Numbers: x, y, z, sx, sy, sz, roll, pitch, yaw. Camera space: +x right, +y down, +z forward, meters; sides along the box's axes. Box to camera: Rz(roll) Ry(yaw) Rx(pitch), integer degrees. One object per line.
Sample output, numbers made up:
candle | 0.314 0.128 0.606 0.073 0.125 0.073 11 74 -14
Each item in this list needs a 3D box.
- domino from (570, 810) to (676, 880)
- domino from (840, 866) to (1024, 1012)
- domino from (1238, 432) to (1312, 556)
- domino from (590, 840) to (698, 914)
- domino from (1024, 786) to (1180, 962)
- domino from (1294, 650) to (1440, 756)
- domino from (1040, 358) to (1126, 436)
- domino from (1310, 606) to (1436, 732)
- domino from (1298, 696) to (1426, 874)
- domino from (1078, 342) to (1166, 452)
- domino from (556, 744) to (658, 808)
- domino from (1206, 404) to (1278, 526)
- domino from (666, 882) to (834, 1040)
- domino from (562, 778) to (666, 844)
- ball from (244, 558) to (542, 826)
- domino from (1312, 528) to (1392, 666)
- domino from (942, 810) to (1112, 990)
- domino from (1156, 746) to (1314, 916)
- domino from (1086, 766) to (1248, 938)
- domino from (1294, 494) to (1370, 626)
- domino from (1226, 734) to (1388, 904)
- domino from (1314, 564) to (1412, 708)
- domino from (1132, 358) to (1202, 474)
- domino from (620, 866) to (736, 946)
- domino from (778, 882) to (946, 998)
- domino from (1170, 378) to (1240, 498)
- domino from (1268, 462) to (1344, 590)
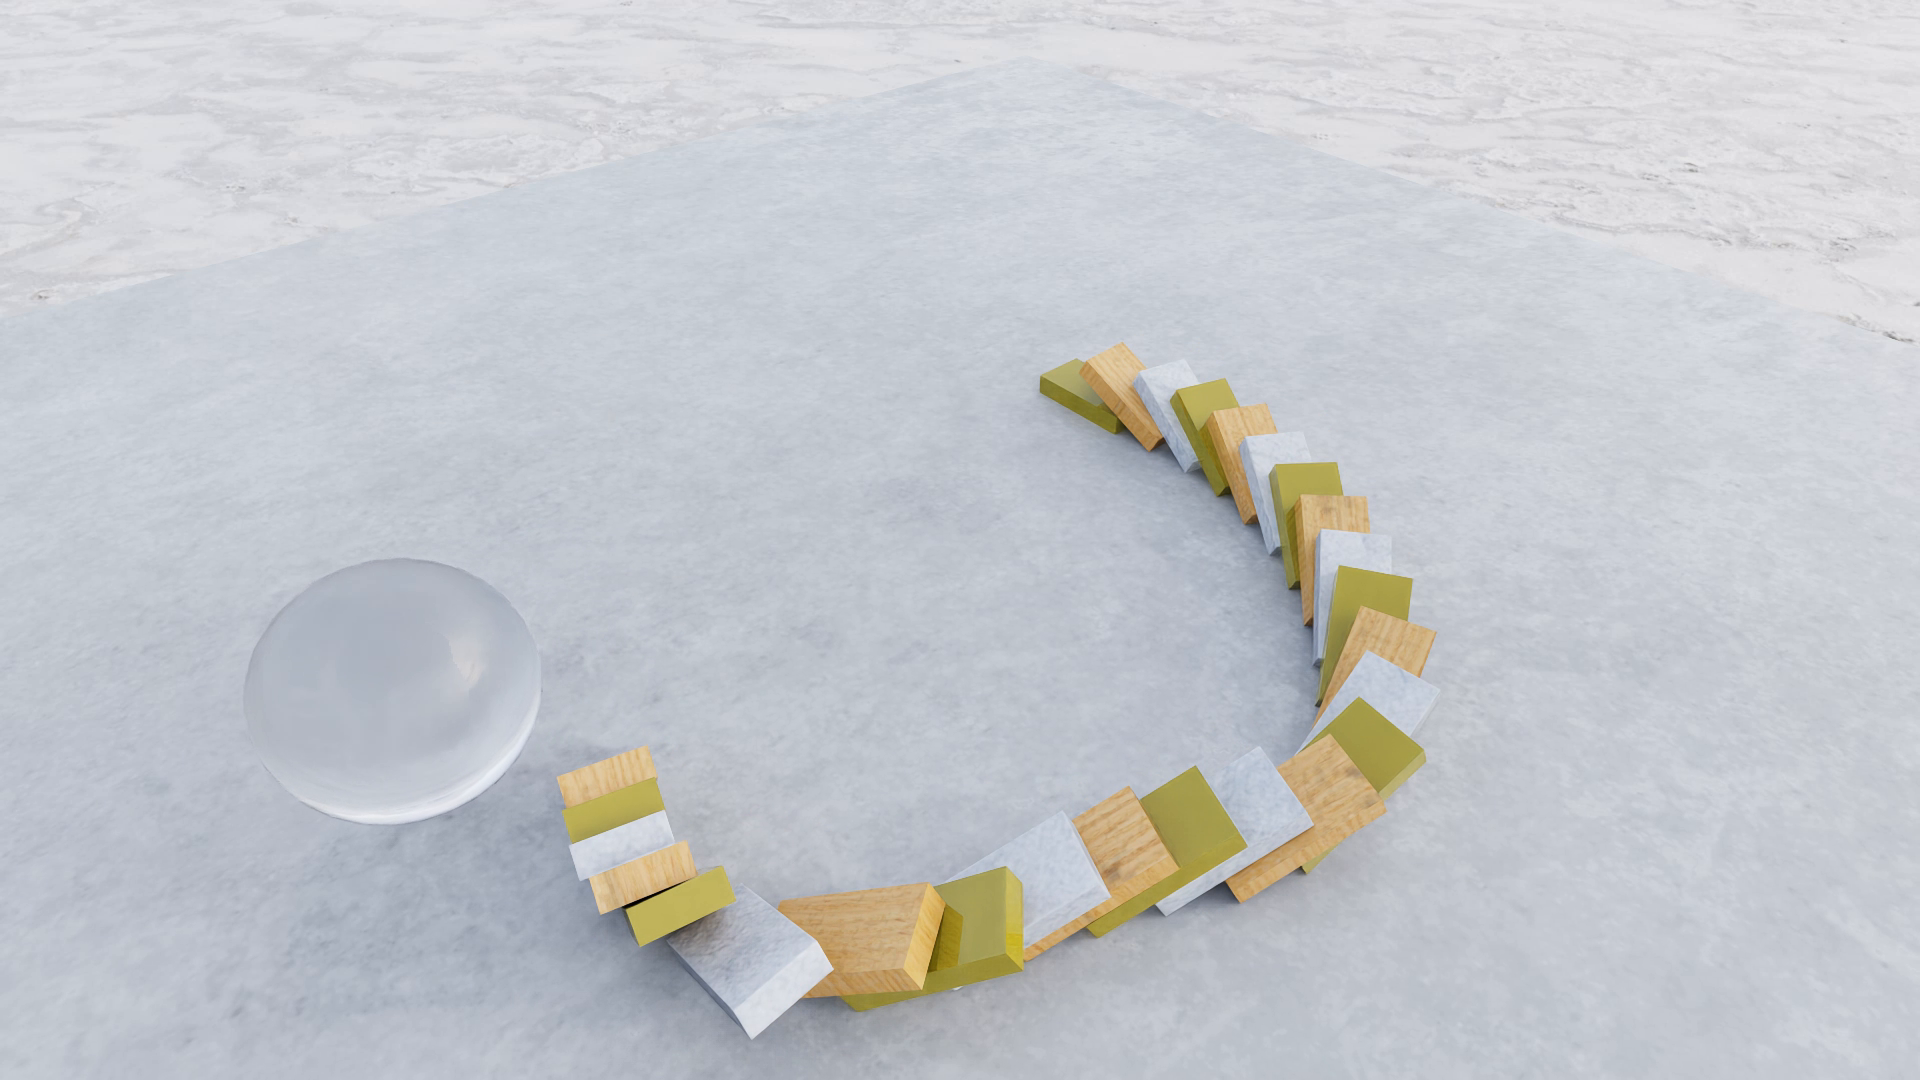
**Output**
domino | -0.095 0.086 0.310 0.025 0.050 0.010 -18 80 -20
domino | -0.008 0.107 0.294 0.050 0.010 0.025 -22 36 20
domino | 0.133 -0.019 0.450 0.025 0.009 0.050 -6 67 -7
domino | -0.087 0.092 0.302 0.025 0.050 0.009 -18 80 -20
domino | 0.034 0.094 0.312 0.050 0.010 0.025 -32 43 3
domino | 0.127 0.063 0.349 0.025 0.009 0.050 32 78 32
domino | 0.065 -0.070 0.528 0.025 0.010 0.050 -29 47 -31
domino | 0.136 0.049 0.365 0.025 0.009 0.050 21 73 23
domino | 0.114 0.074 0.335 0.050 0.010 0.025 -42 50 -4
domino | 0.081 -0.067 0.508 0.025 0.009 0.050 -31 74 -31
domino | -0.104 0.072 0.327 0.025 0.050 0.010 -18 80 -20
domino | 0.125 -0.033 0.466 0.025 0.010 0.050 -10 67 -12
domino | -0.056 0.109 0.289 0.025 0.009 0.050 -34 19 -27
domino | -0.100 0.079 0.318 0.025 0.050 0.009 -18 80 -20
ball | -0.169 0.045 0.333 0.080 0.080 0.080 0 39 0
domino | 0.142 0.022 0.399 0.025 0.009 0.050 6 67 7
domino | 0.014 0.100 0.305 0.050 0.010 0.025 -32 43 3
domino | 0.074 0.085 0.322 0.050 0.009 0.025 -33 43 4
domino | 0.054 0.090 0.317 0.050 0.009 0.025 -33 43 4
domino | 0.142 0.008 0.416 0.025 0.010 0.050 2 67 2
domino | 0.096 0.082 0.325 0.050 0.010 0.025 -33 46 4
domino | 0.140 0.036 0.382 0.025 0.010 0.050 11 69 13
domino | 0.101 -0.057 0.496 0.025 0.009 0.050 -18 69 -21
domino | -0.077 0.098 0.296 0.025 0.050 0.009 -20 81 -23
domino | -0.030 0.108 0.294 0.050 0.010 0.025 -16 32 27
domino | 0.114 -0.045 0.482 0.025 0.010 0.050 -15 69 -17
domino | 0.139 -0.006 0.433 0.025 0.009 0.050 -2 67 -2
